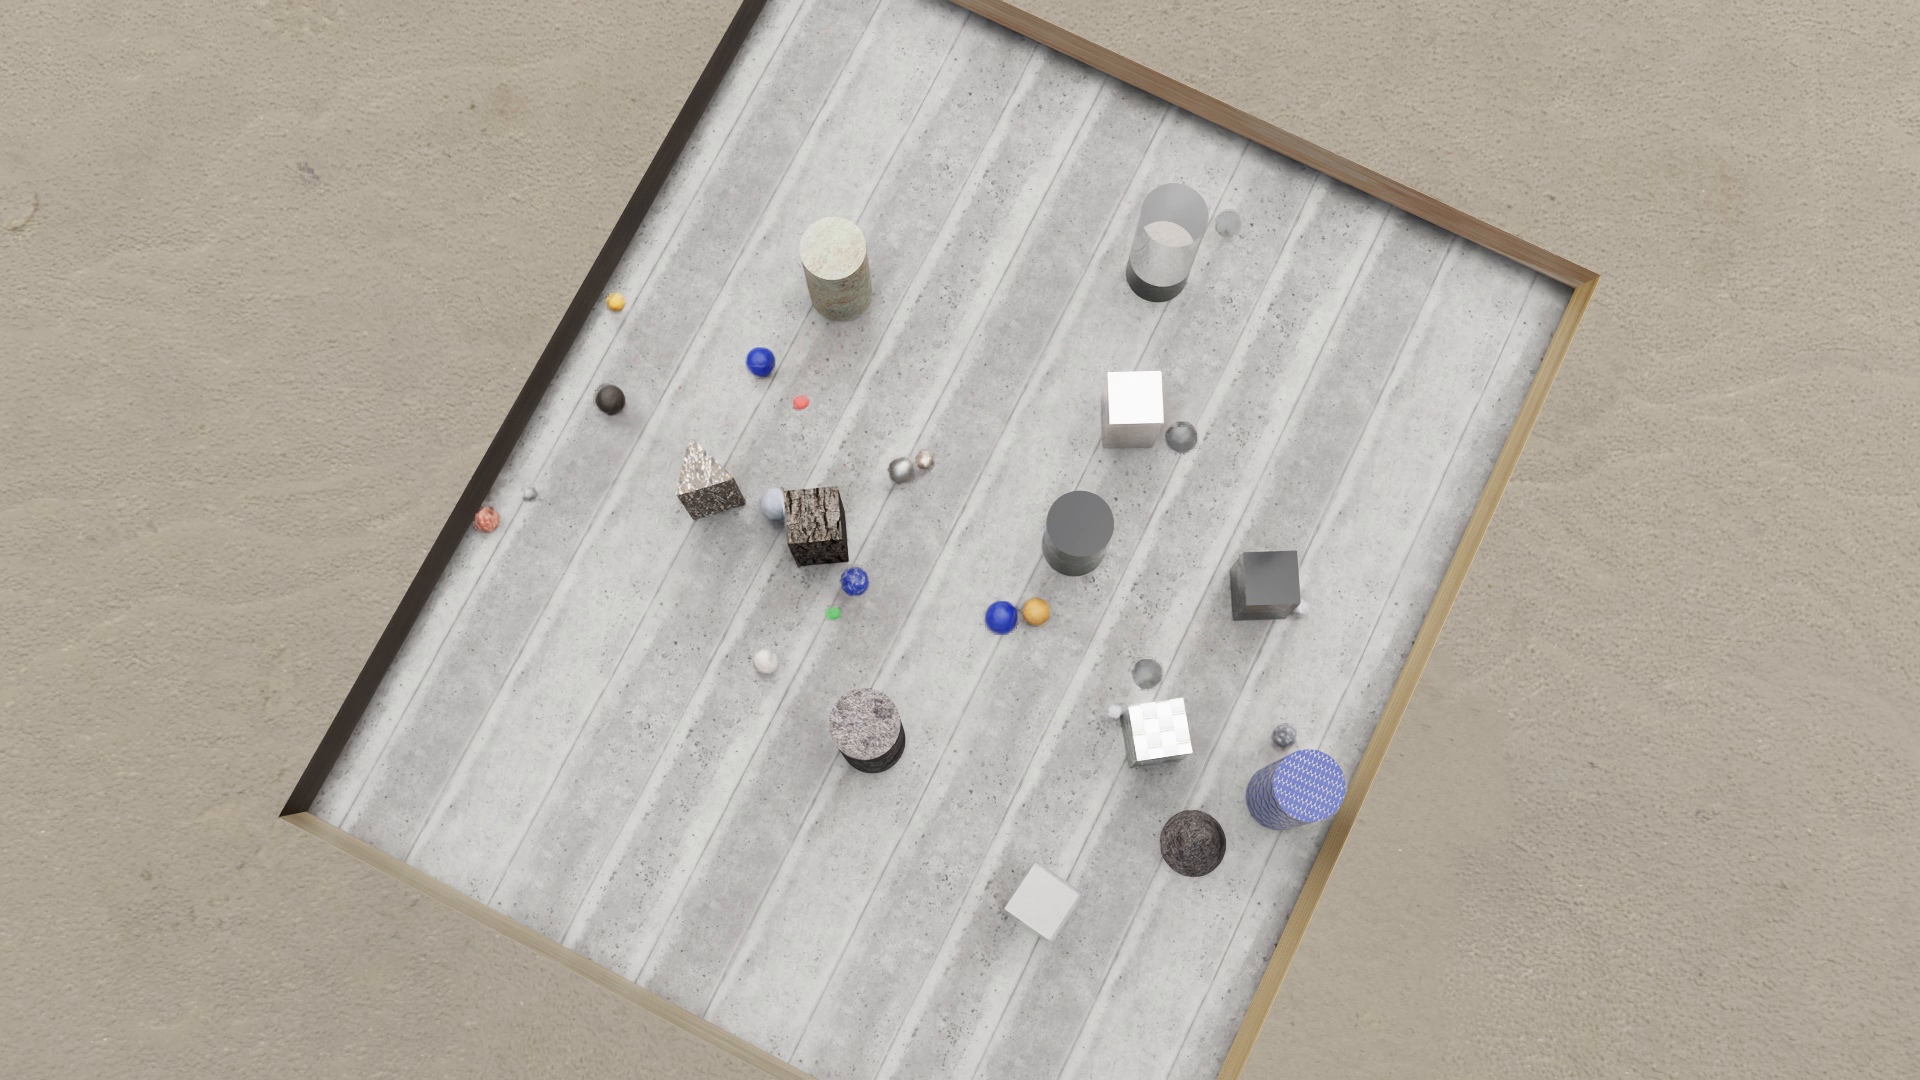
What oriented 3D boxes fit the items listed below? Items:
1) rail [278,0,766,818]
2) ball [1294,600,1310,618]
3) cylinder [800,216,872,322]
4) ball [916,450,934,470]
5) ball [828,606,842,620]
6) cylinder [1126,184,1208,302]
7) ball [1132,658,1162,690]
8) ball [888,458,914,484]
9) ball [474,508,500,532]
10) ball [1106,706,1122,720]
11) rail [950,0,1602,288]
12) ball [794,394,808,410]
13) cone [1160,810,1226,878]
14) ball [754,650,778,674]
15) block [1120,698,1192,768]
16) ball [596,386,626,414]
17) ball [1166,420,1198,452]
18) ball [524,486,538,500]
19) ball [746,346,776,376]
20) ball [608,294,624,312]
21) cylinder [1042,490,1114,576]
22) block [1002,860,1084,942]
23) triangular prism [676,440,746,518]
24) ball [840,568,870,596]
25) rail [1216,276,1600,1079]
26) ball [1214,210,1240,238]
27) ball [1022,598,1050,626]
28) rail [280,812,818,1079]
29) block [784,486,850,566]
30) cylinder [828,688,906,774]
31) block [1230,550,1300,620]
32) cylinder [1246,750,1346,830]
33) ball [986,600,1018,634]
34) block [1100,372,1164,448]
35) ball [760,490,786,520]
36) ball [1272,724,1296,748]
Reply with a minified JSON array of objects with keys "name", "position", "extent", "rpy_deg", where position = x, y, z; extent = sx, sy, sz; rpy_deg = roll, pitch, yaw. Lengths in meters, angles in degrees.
[{"name":"rail","position":[-1.232,-0.596,5.674],"extent":[0.045,0.128,3.254],"rpy_deg":[26,80,5]},{"name":"ball","position":[1.032,0.207,5.547],"extent":[0.052,0.052,0.052],"rpy_deg":[0,78,0]},{"name":"cylinder","position":[-0.375,-0.822,5.591],"extent":[0.197,0.384,0.197],"rpy_deg":[0,78,0]},{"name":"ball","position":[-0.108,-0.246,5.638],"extent":[0.058,0.058,0.058],"rpy_deg":[0,78,0]},{"name":"ball","position":[-0.380,0.222,5.550],"extent":[0.041,0.041,0.041],"rpy_deg":[0,78,0]},{"name":"cylinder","position":[0.623,-0.894,5.553],"extent":[0.197,0.486,0.197],"rpy_deg":[0,78,0]},{"name":"ball","position":[0.560,0.400,5.487],"extent":[0.092,0.092,0.092],"rpy_deg":[0,78,0]},{"name":"ball","position":[-0.180,-0.212,5.619],"extent":[0.081,0.081,0.081],"rpy_deg":[0,78,0]},{"name":"ball","position":[-1.442,-0.062,5.590],"extent":[0.077,0.077,0.077],"rpy_deg":[0,78,0]},{"name":"ball","position":[0.461,0.516,5.488],"extent":[0.044,0.044,0.044],"rpy_deg":[0,78,0]},{"name":"rail","position":[0.717,-1.398,5.839],"extent":[2.802,0.128,0.045],"rpy_deg":[26,80,5]},{"name":"ball","position":[-0.491,-0.428,5.682],"extent":[0.046,0.046,0.046],"rpy_deg":[0,78,0]},{"name":"cone","position":[0.690,0.856,5.224],"extent":[0.197,0.422,0.197],"rpy_deg":[0,78,0]},{"name":"ball","position":[-0.581,0.365,5.504],"extent":[0.072,0.072,0.072],"rpy_deg":[0,78,0]},{"name":"block","position":[0.570,0.567,5.354],"extent":[0.158,0.284,0.158],"rpy_deg":[-8,78,-2]},{"name":"ball","position":[-1.079,-0.433,5.660],"extent":[0.091,0.091,0.091],"rpy_deg":[0,78,0]},{"name":"ball","position":[0.681,-0.317,5.632],"extent":[0.099,0.099,0.099],"rpy_deg":[0,78,0]},{"name":"ball","position":[-1.319,-0.142,5.624],"extent":[0.042,0.042,0.042],"rpy_deg":[0,78,0]},{"name":"ball","position":[-0.618,-0.554,5.684],"extent":[0.092,0.092,0.092],"rpy_deg":[0,78,0]},{"name":"ball","position":[-1.077,-0.743,5.744],"extent":[0.052,0.052,0.052],"rpy_deg":[0,78,0]},{"name":"cylinder","position":[0.349,-0.016,5.461],"extent":[0.197,0.312,0.197],"rpy_deg":[0,78,0]},{"name":"block","position":[0.231,1.028,5.203],"extent":[0.158,0.394,0.158],"rpy_deg":[34,80,7]},{"name":"triangular prism","position":[-0.762,-0.192,5.486],"extent":[0.171,0.333,0.148],"rpy_deg":[-17,79,-3]},{"name":"ball","position":[-0.319,0.125,5.546],"extent":[0.087,0.087,0.087],"rpy_deg":[0,78,0]},{"name":"rail","position":[1.232,0.610,5.424],"extent":[0.045,0.128,3.254],"rpy_deg":[26,80,5]},{"name":"ball","position":[0.845,-0.997,5.781],"extent":[0.082,0.082,0.082],"rpy_deg":[0,78,0]},{"name":"ball","position":[0.230,0.215,5.529],"extent":[0.085,0.085,0.085],"rpy_deg":[0,78,0]},{"name":"rail","position":[-0.717,1.411,5.258],"extent":[2.802,0.128,0.045],"rpy_deg":[26,80,5]},{"name":"block","position":[-0.425,-0.038,5.450],"extent":[0.158,0.342,0.158],"rpy_deg":[-5,78,-1]},{"name":"cylinder","position":[-0.262,0.552,5.258],"extent":[0.197,0.478,0.197],"rpy_deg":[0,78,0]},{"name":"block","position":[0.904,0.138,5.447],"extent":[0.158,0.276,0.158],"rpy_deg":[-2,78,0]},{"name":"cylinder","position":[0.949,0.716,5.217],"extent":[0.197,0.492,0.197],"rpy_deg":[0,78,0]},{"name":"ball","position":[0.125,0.232,5.518],"extent":[0.099,0.099,0.099],"rpy_deg":[0,78,0]},{"name":"block","position":[0.518,-0.391,5.548],"extent":[0.158,0.293,0.158],"rpy_deg":[-1,78,0]},{"name":"ball","position":[-0.562,-0.106,5.589],"extent":[0.096,0.096,0.096],"rpy_deg":[0,78,0]},{"name":"ball","position":[0.966,0.585,5.459],"extent":[0.071,0.071,0.071],"rpy_deg":[0,78,0]}]
